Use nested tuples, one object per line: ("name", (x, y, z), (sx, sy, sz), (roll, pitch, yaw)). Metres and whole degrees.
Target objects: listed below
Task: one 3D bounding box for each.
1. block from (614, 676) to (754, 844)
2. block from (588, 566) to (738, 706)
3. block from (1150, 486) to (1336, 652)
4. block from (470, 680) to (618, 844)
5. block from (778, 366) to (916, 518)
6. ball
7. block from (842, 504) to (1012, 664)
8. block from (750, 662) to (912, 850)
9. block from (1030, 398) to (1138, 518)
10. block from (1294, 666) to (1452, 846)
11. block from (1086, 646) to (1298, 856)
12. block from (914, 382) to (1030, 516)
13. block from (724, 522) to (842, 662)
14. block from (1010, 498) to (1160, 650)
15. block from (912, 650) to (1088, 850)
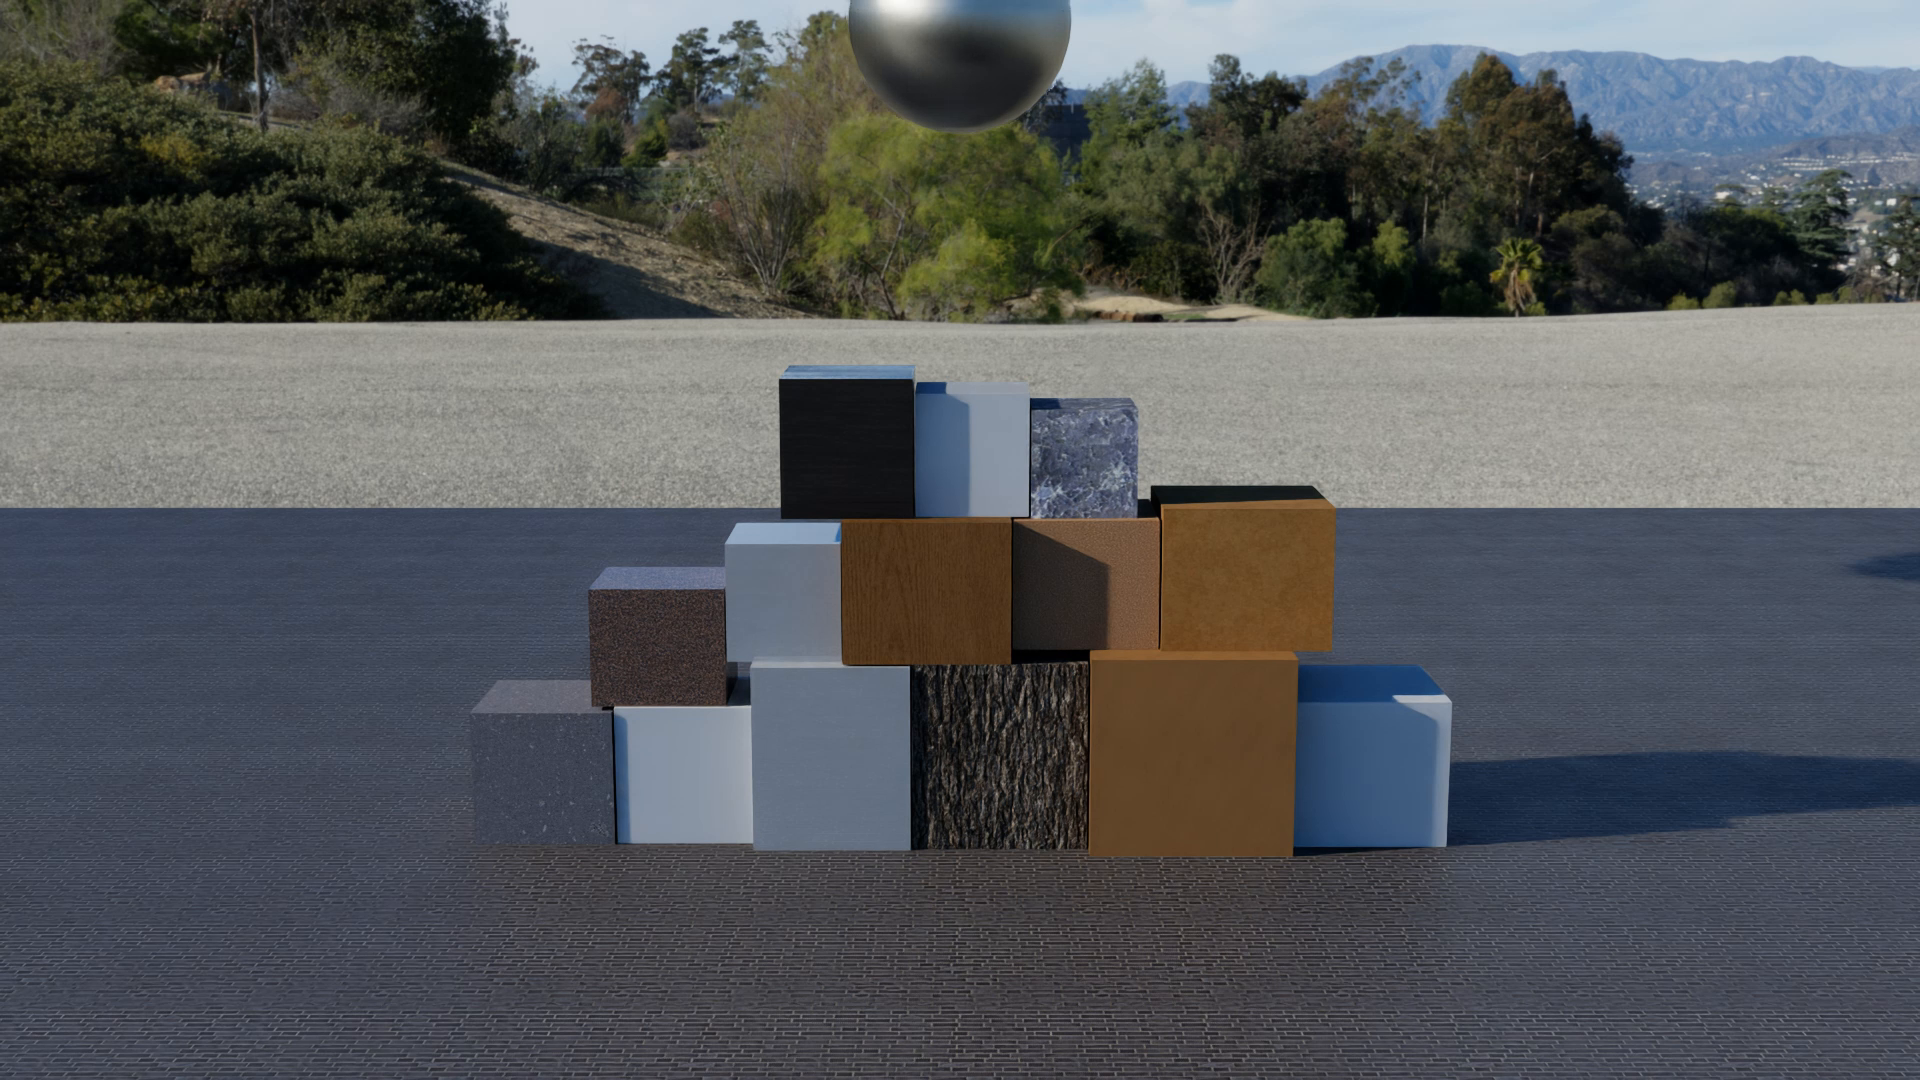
("block", (-1.388, 1.128, 11.387), (0.687, 0.707, 0.667), (0, 10, 0))
("block", (-1.509, 0.488, 11.256), (0.674, 0.600, 0.586), (0, 10, 0))
("block", (1.423, 0.133, 11.219), (0.847, 0.717, 0.741), (0, 10, 0))
("block", (-2.095, 1.141, 11.380), (0.707, 0.684, 0.683), (0, 10, 0))
("block", (-0.557, -0.503, 11.105), (0.652, 0.692, 0.658), (0, 10, 0))
("ball", (0.000, -3.719, 15.744), (1.600, 1.600, 1.600), (0, 10, 0))
("block", (-0.164, 0.189, 11.222), (0.833, 0.712, 0.857), (0, 10, 0))
("block", (-0.641, 1.014, 11.357), (0.788, 0.941, 0.869), (0, 10, 0))
("block", (0.613, -0.418, 11.107), (0.530, 0.542, 0.504), (0, 10, 0))
("block", (2.056, 1.105, 11.392), (0.785, 0.749, 0.790), (0, 10, 0))
("block", (1.149, 0.985, 11.345), (1.008, 1.003, 1.051), (0, 10, 0))
("block", (0.060, -0.464, 11.108), (0.563, 0.613, 0.529), (0, 10, 0))
("block", (-0.876, 0.259, 11.215), (0.572, 0.596, 0.618), (0, 10, 0))
("block", (0.624, 0.166, 11.228), (0.726, 0.651, 0.670), (0, 10, 0))
("block", (0.199, 1.008, 11.365), (0.872, 0.951, 0.849), (0, 10, 0))
